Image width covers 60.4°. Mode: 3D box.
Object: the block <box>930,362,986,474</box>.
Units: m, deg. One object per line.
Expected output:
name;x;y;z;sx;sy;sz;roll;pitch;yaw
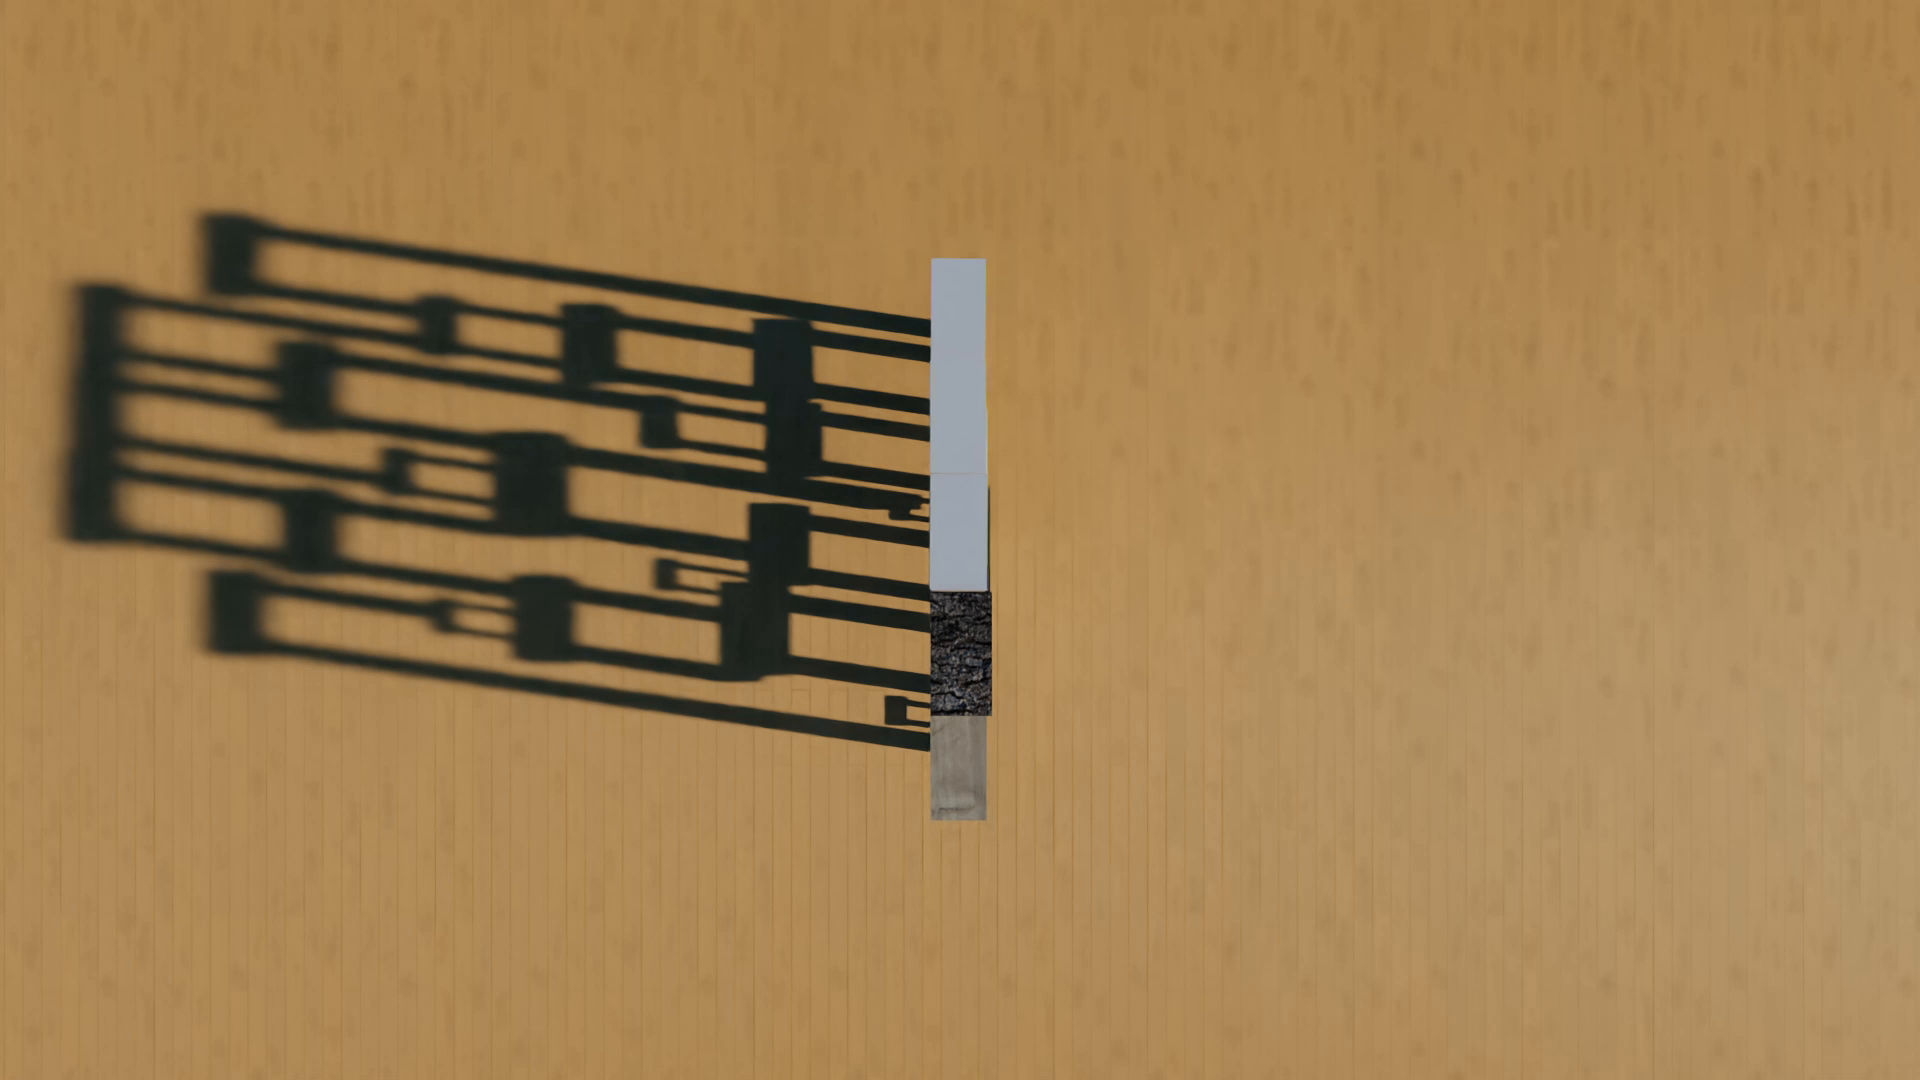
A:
block;-0.005;-0.307;4.144;0.140;0.040;0.280;0;90;0

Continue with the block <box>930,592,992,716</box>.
block;0.003;0.284;4.125;0.153;0.043;0.307;0;90;0

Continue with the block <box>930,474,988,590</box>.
block;-0.004;-0.018;4.135;0.144;0.041;0.288;0;90;0

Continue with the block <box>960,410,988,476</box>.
block;-0.002;-0.199;4.466;0.153;0.043;0.307;0;90;0

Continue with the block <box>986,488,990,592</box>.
block;0.001;0.023;4.819;0.175;0.050;0.350;0;90;0

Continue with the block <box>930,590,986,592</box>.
block;-0.005;0.285;4.475;0.149;0.042;0.298;0;90;0

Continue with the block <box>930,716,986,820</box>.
block;-0.004;0.589;4.356;0.148;0.042;0.296;0;90;0

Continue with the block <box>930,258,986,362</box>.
block;-0.004;-0.596;4.350;0.144;0.041;0.287;0;90;0
